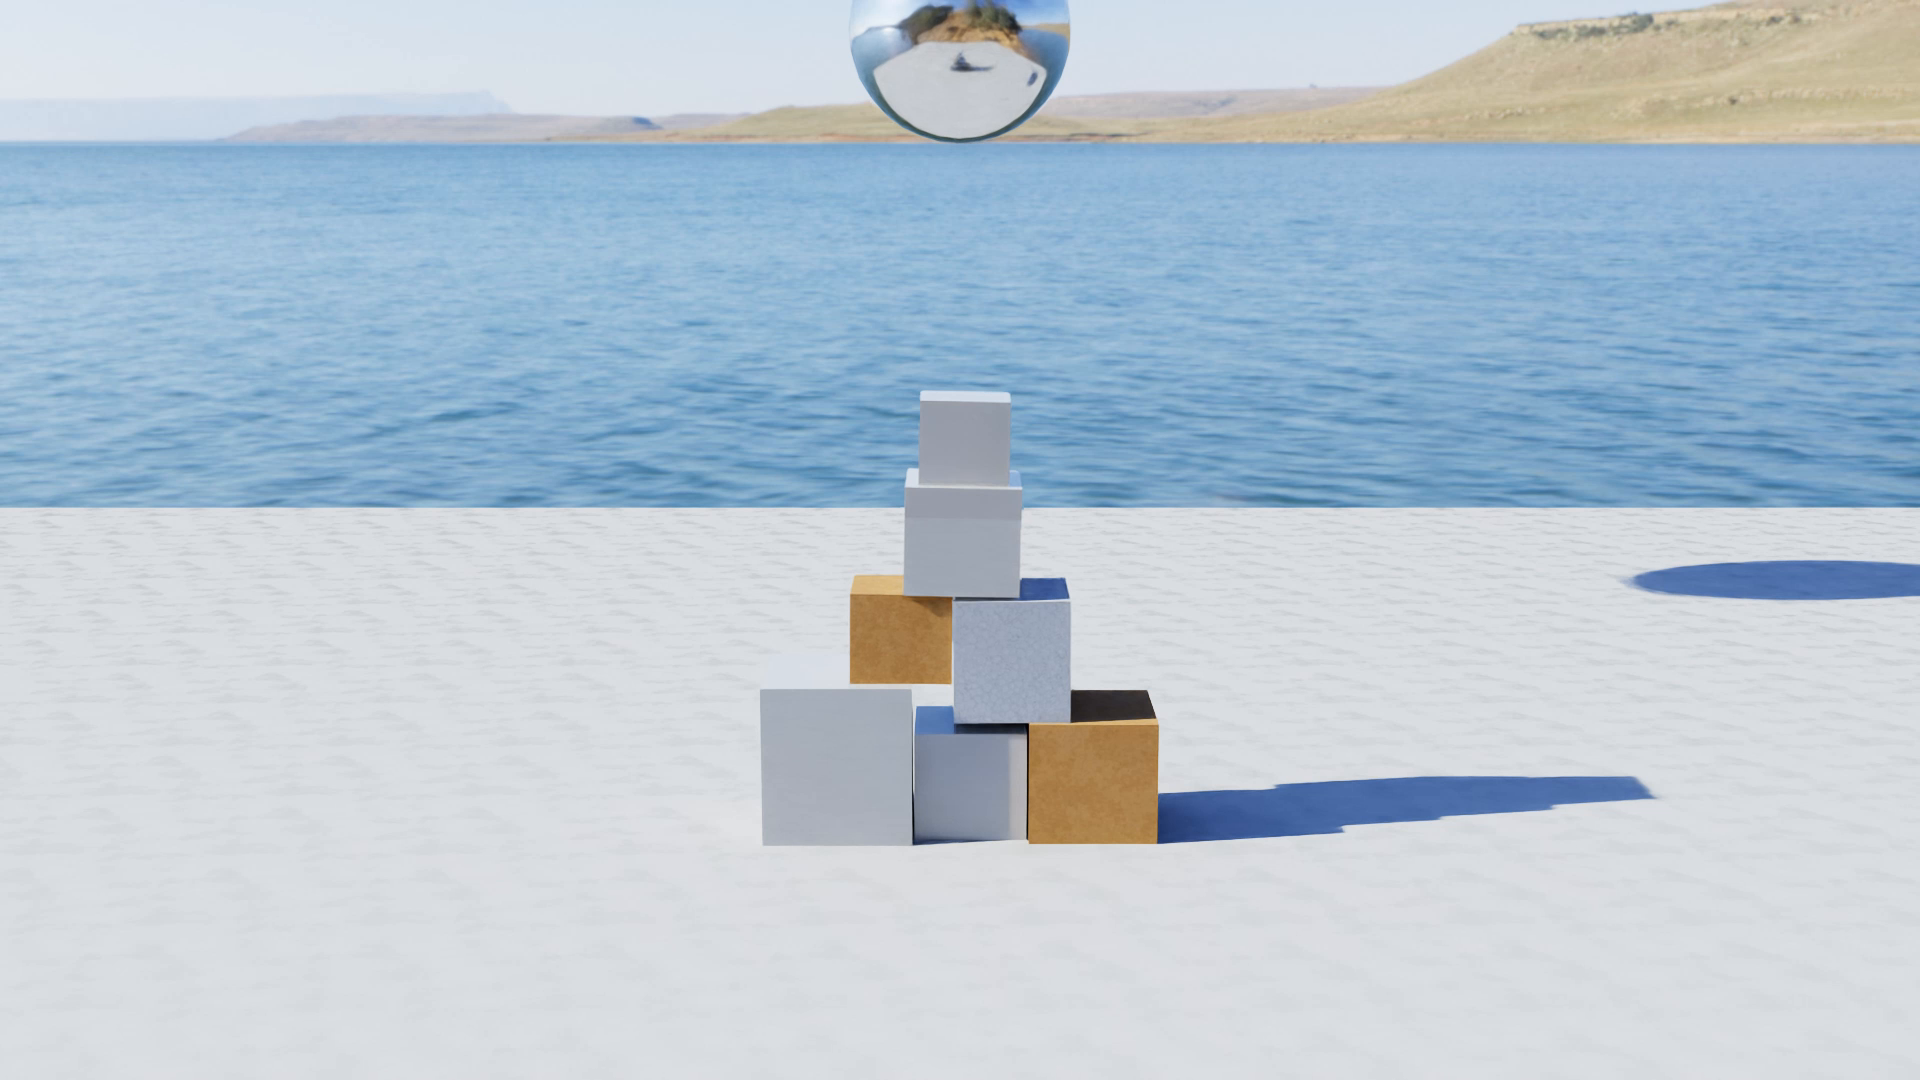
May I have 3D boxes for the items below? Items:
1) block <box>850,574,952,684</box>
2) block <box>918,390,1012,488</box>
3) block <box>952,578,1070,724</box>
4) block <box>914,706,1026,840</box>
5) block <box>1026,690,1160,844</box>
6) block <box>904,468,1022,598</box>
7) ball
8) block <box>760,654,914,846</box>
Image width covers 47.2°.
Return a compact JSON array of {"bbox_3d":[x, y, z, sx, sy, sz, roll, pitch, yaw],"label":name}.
[{"bbox_3d":[-0.295,0.452,11.245,0.513,0.457,0.500,1,10,0],"label":"block"},{"bbox_3d":[0.023,-0.514,11.076,0.451,0.422,0.432,1,10,0],"label":"block"},{"bbox_3d":[0.260,0.559,11.277,0.586,0.622,0.603,0,10,0],"label":"block"},{"bbox_3d":[0.053,1.201,11.404,0.568,0.556,0.564,0,10,0],"label":"block"},{"bbox_3d":[0.672,1.167,11.406,0.649,0.622,0.713,0,10,0],"label":"block"},{"bbox_3d":[0.012,-0.042,11.188,0.578,0.546,0.635,1,10,0],"label":"block"},{"bbox_3d":[0.000,-3.650,15.756,1.600,1.600,1.600,0,10,0],"label":"ball"},{"bbox_3d":[-0.618,1.073,11.389,0.755,0.814,0.766,0,10,0],"label":"block"}]
